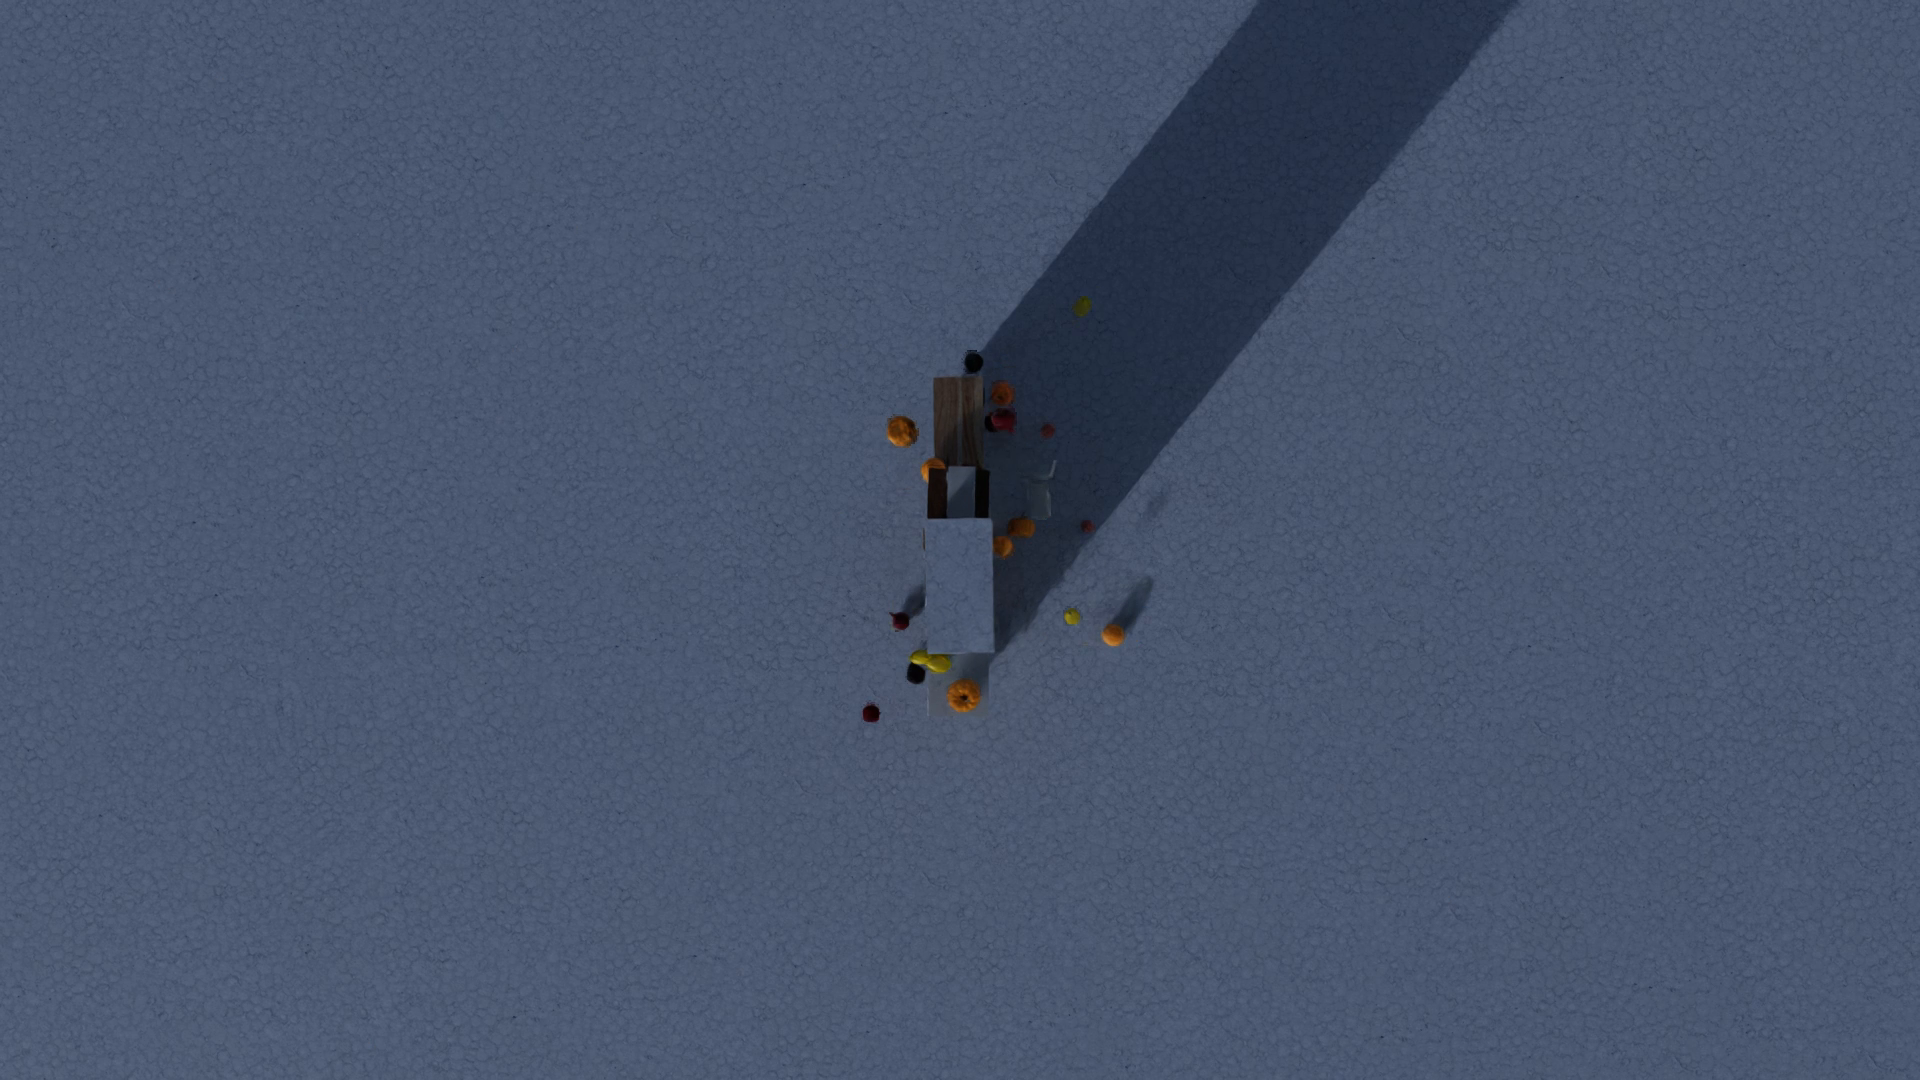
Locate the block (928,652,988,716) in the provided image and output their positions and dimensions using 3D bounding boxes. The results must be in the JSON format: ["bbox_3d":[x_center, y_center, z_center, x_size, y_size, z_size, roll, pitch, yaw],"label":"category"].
[{"bbox_3d":[-0.004,0.315,4.521,0.165,0.047,0.330,0,90,0],"label":"block"}]

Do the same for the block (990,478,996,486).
[{"bbox_3d":[0.076,-0.167,4.732,0.052,0.104,0.015,1,90,-1],"label":"block"}]

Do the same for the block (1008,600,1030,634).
[{"bbox_3d":[0.197,0.258,5.493,0.053,0.015,0.105,11,90,0],"label":"block"}]

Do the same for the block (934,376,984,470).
[{"bbox_3d":[-0.004,-0.327,4.789,0.144,0.041,0.288,-1,90,0],"label":"block"}]

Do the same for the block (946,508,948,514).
[{"bbox_3d":[-0.001,-0.071,4.391,0.072,0.144,0.020,3,90,0],"label":"block"}]

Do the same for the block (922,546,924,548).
[{"bbox_3d":[-0.009,0.006,4.295,0.167,0.334,0.047,3,88,0],"label":"block"}]

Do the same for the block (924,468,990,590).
[{"bbox_3d":[-0.008,-0.025,4.487,0.166,0.047,0.332,2,90,0],"label":"block"}]

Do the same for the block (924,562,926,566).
[{"bbox_3d":[-0.015,0.083,4.677,0.166,0.332,0.047,2,91,0],"label":"block"}]

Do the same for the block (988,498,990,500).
[{"bbox_3d":[-0.003,-0.136,4.676,0.166,0.332,0.047,0,90,0],"label":"block"}]

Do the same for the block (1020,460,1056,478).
[{"bbox_3d":[0.225,-0.205,4.747,0.104,0.015,0.052,2,69,40],"label":"block"}]

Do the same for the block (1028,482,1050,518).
[{"bbox_3d":[0.227,-0.115,4.722,0.052,0.015,0.104,-3,114,9],"label":"block"}]

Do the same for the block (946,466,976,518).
[{"bbox_3d":[0.004,-0.121,4.309,0.072,0.020,0.144,2,90,0],"label":"block"}]

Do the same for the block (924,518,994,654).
[{"bbox_3d":[-0.001,0.113,4.104,0.167,0.047,0.334,-1,90,0],"label":"block"}]

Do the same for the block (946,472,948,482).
[{"bbox_3d":[0.000,-0.166,4.391,0.072,0.144,0.020,3,90,0],"label":"block"}]

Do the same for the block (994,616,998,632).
[{"bbox_3d":[0.074,0.280,5.493,0.105,0.015,0.053,3,90,0],"label":"block"}]
